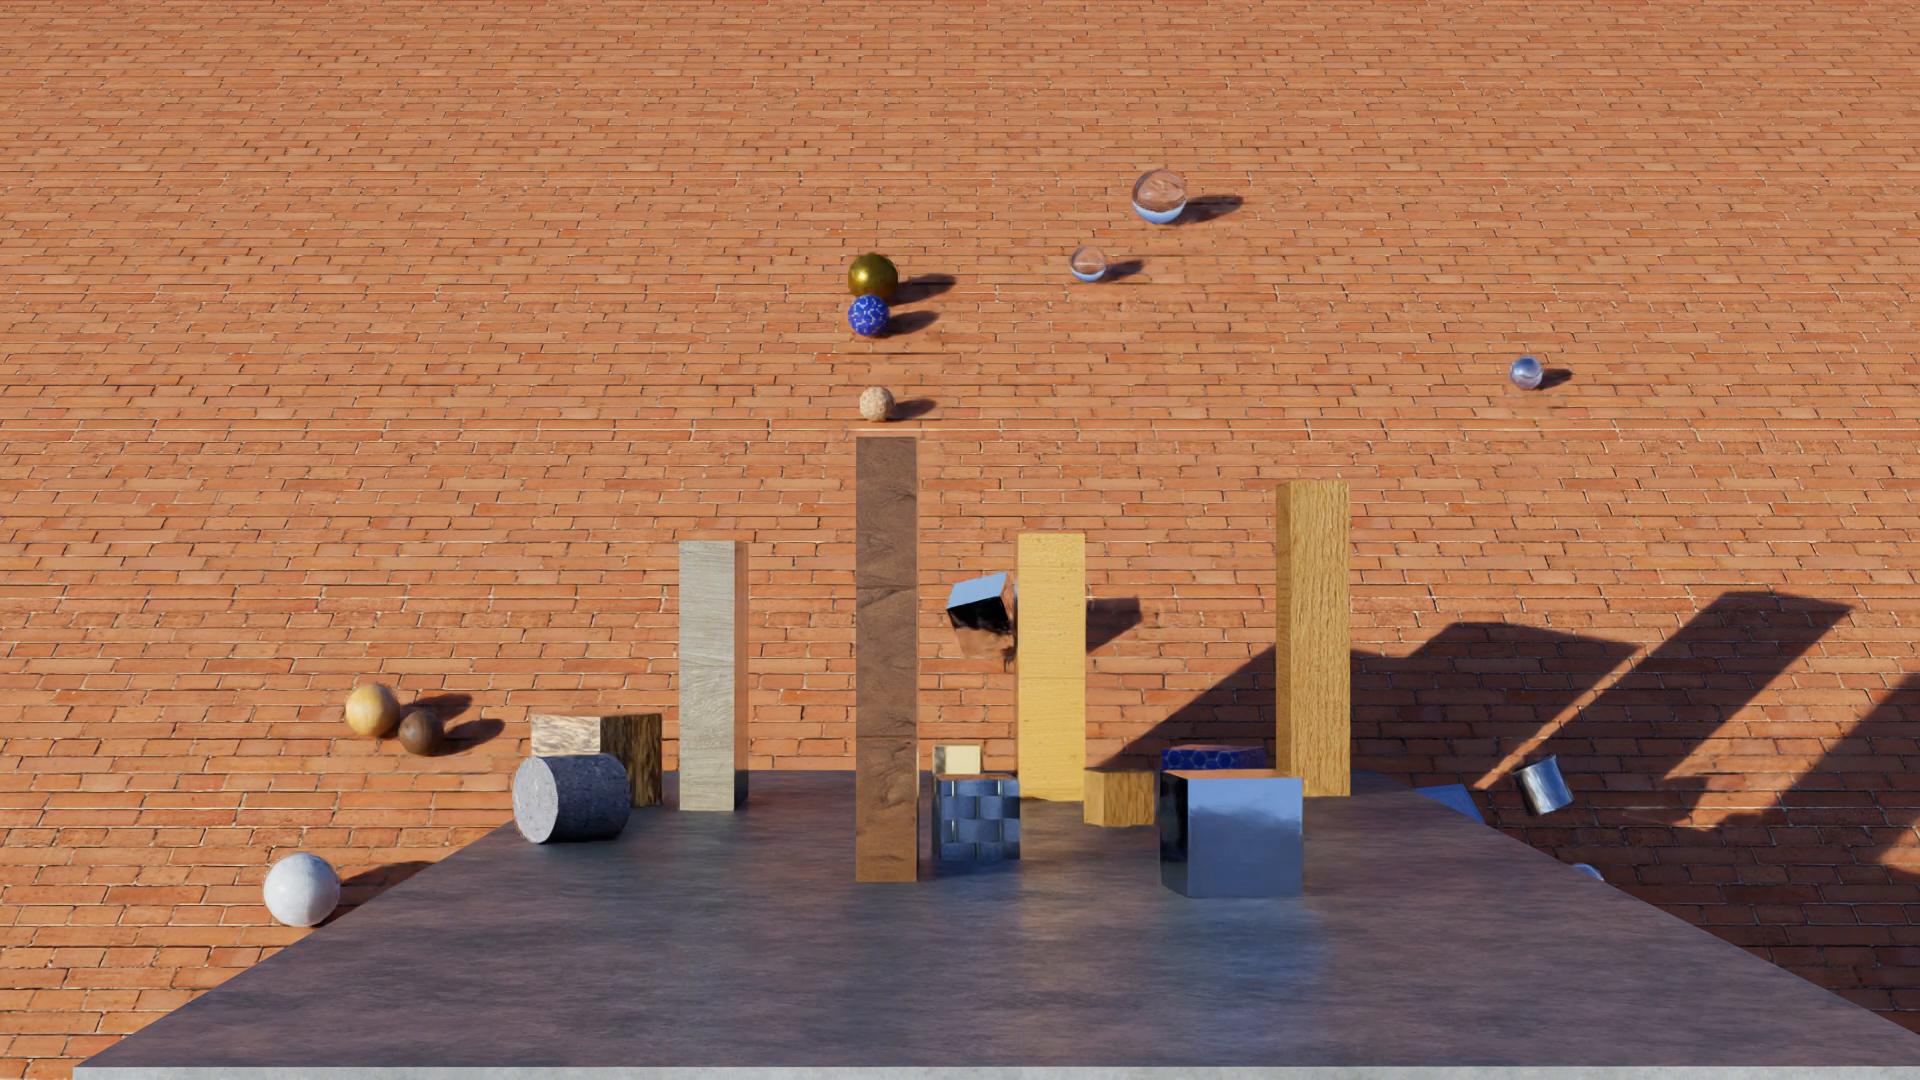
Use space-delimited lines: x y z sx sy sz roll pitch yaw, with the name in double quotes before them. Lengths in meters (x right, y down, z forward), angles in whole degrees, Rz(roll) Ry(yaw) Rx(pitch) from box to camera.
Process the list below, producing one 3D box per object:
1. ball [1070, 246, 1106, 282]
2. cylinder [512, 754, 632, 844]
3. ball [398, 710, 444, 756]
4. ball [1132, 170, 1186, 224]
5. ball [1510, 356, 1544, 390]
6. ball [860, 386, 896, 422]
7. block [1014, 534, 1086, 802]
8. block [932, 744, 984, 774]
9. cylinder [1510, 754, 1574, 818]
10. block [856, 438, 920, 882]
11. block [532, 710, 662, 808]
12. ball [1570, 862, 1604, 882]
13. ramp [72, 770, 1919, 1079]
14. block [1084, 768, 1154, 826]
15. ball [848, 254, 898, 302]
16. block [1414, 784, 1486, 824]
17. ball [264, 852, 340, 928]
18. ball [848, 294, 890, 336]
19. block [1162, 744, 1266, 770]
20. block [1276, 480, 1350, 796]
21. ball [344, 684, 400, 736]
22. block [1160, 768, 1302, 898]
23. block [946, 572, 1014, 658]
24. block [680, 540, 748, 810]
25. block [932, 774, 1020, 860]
"ball" 0.461 -0.992 9.314 0.129 0.129 0.129 0 32 0
"cylinder" -0.745 0.495 4.974 0.163 0.163 0.163 1 25 -40
"ball" -1.432 0.514 6.889 0.120 0.120 0.120 0 32 0
"ball" 0.746 -1.287 9.719 0.205 0.205 0.205 0 32 0
"ball" 1.885 -0.556 8.627 0.109 0.109 0.109 0 32 0
"ball" -0.270 -0.442 8.436 0.117 0.117 0.117 0 32 0
"block" 0.206 0.288 6.034 0.149 0.600 0.450 0 -1 0
"block" -0.004 0.534 6.063 0.109 0.109 0.109 0 -1 5
"cylinder" 1.430 0.604 6.361 0.118 0.118 0.118 -22 -5 -2
"block" -0.123 0.201 4.470 0.101 0.741 0.305 0 -1 0
"block" -0.802 0.484 5.716 0.202 0.202 0.202 0 -1 34
"ball" 1.520 0.851 6.346 0.119 0.119 0.119 0 32 0
"ramp" 0.071 0.623 4.710 2.000 0.100 4.000 0 -1 0
"block" 0.324 0.526 5.305 0.107 0.107 0.107 0 -1 -20
"ball" -0.309 -0.923 9.153 0.180 0.180 0.180 0 32 0
"block" 1.198 0.736 6.483 0.169 0.169 0.169 -5 32 -9
"ball" -1.597 0.850 6.290 0.180 0.180 0.180 0 32 0
"ball" -0.314 -0.774 8.947 0.146 0.146 0.146 0 32 0
"block" 0.510 0.498 5.191 0.162 0.162 0.162 0 -1 26
"block" 0.826 0.227 6.076 0.135 0.722 0.279 0 -1 0
"ball" -1.578 0.457 6.959 0.143 0.143 0.143 0 32 0
"block" 0.439 0.474 4.209 0.187 0.187 0.187 0 -1 -9
"block" 0.072 0.207 7.190 0.158 0.158 0.158 -14 21 15
"block" -0.547 0.294 5.781 0.119 0.582 0.380 0 -1 0
"block" 0.027 0.503 4.727 0.142 0.142 0.142 0 -1 -7
